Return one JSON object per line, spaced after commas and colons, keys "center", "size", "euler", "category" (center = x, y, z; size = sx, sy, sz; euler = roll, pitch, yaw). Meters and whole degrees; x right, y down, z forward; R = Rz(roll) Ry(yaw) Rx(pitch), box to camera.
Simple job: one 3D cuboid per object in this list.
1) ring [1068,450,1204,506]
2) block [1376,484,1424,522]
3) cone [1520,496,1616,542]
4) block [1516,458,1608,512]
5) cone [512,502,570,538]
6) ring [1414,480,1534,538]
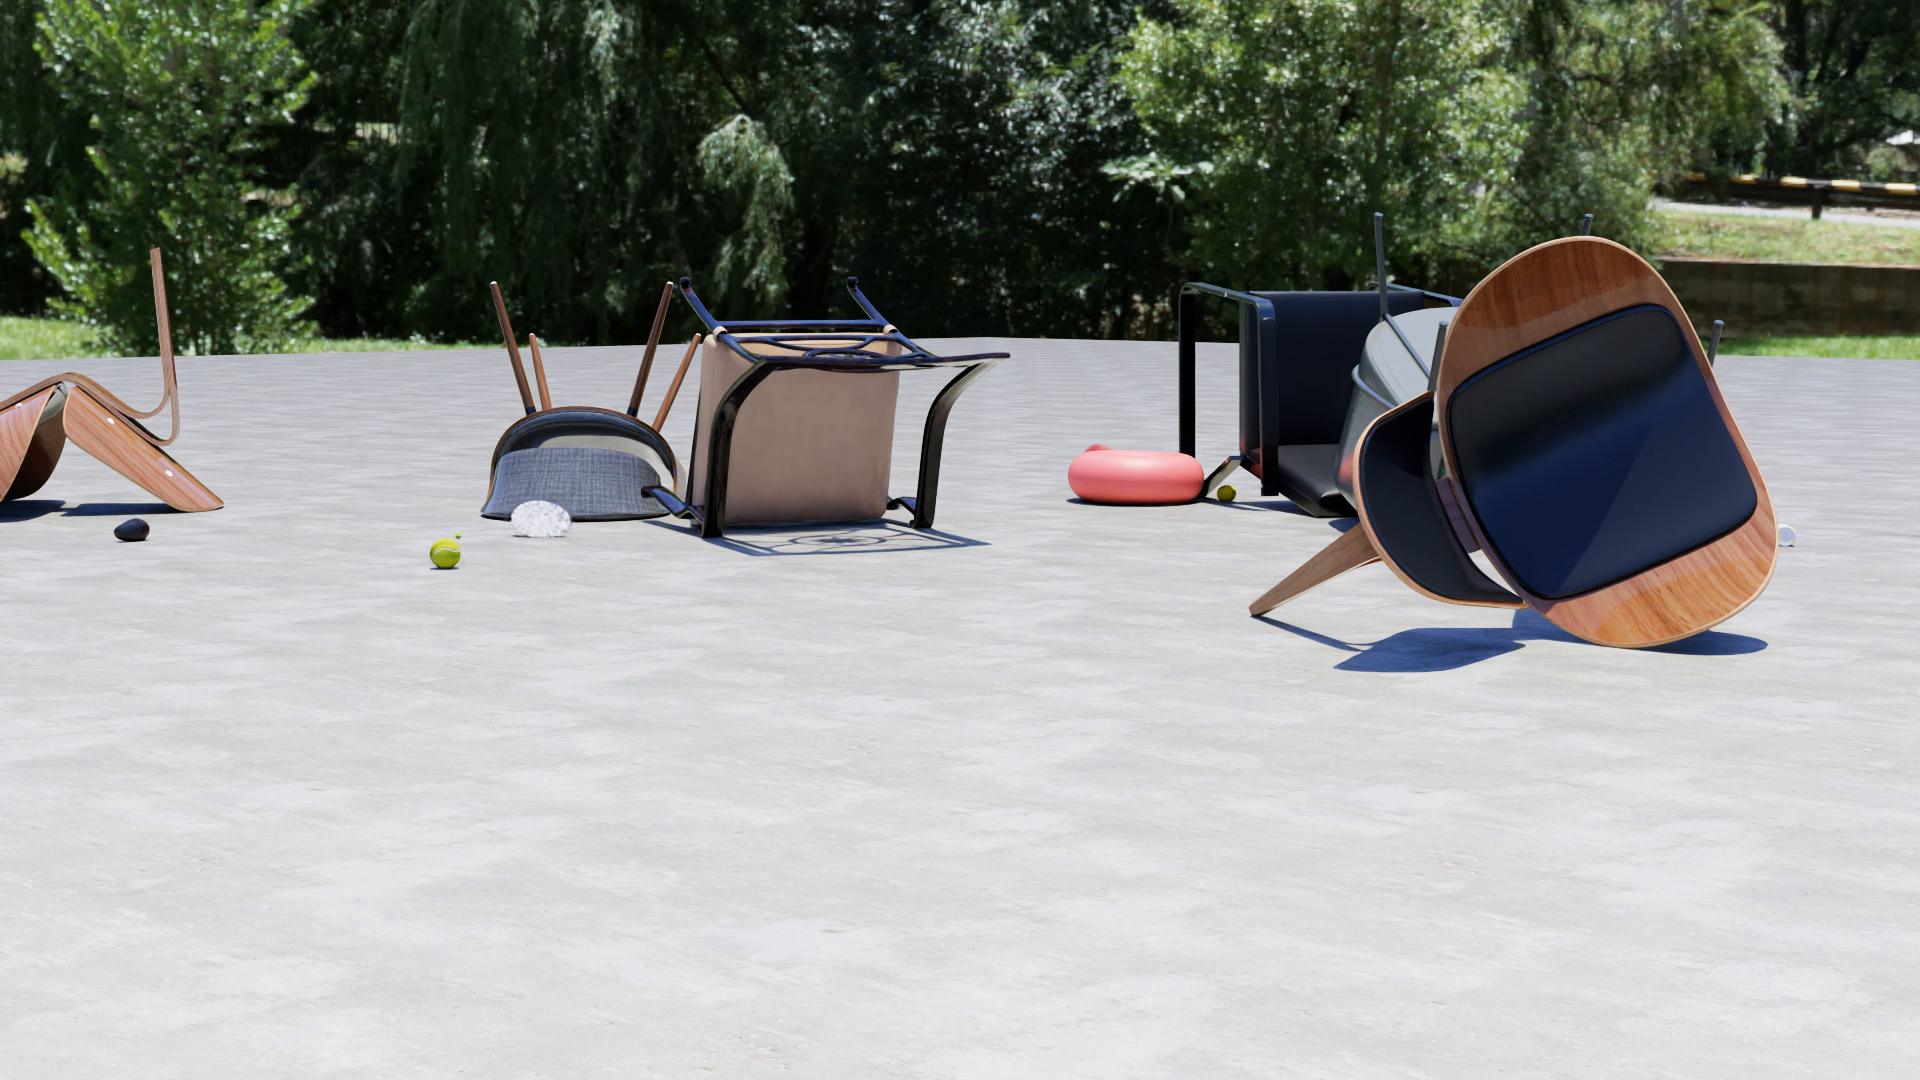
{"center": [0.516, -0.184, 7.516], "size": [0.399, 0.142, 0.413], "euler": [3, 5, 14], "category": "ring"}
{"center": [1.186, -0.099, 6.919], "size": [0.069, 0.094, 0.111], "euler": [-4, 7, -35], "category": "block"}
{"center": [1.528, -0.024, 6.363], "size": [0.224, 0.119, 0.176], "euler": [14, 1, -11], "category": "cone"}
{"center": [1.693, -0.152, 7.216], "size": [0.216, 0.138, 0.141], "euler": [-4, 7, -32], "category": "block"}
{"center": [-1.064, -0.033, 6.524], "size": [0.149, 0.108, 0.070], "euler": [10, -34, -1], "category": "cone"}
{"center": [1.334, -0.082, 6.626], "size": [0.314, 0.122, 0.419], "euler": [0, 7, 5], "category": "ring"}
